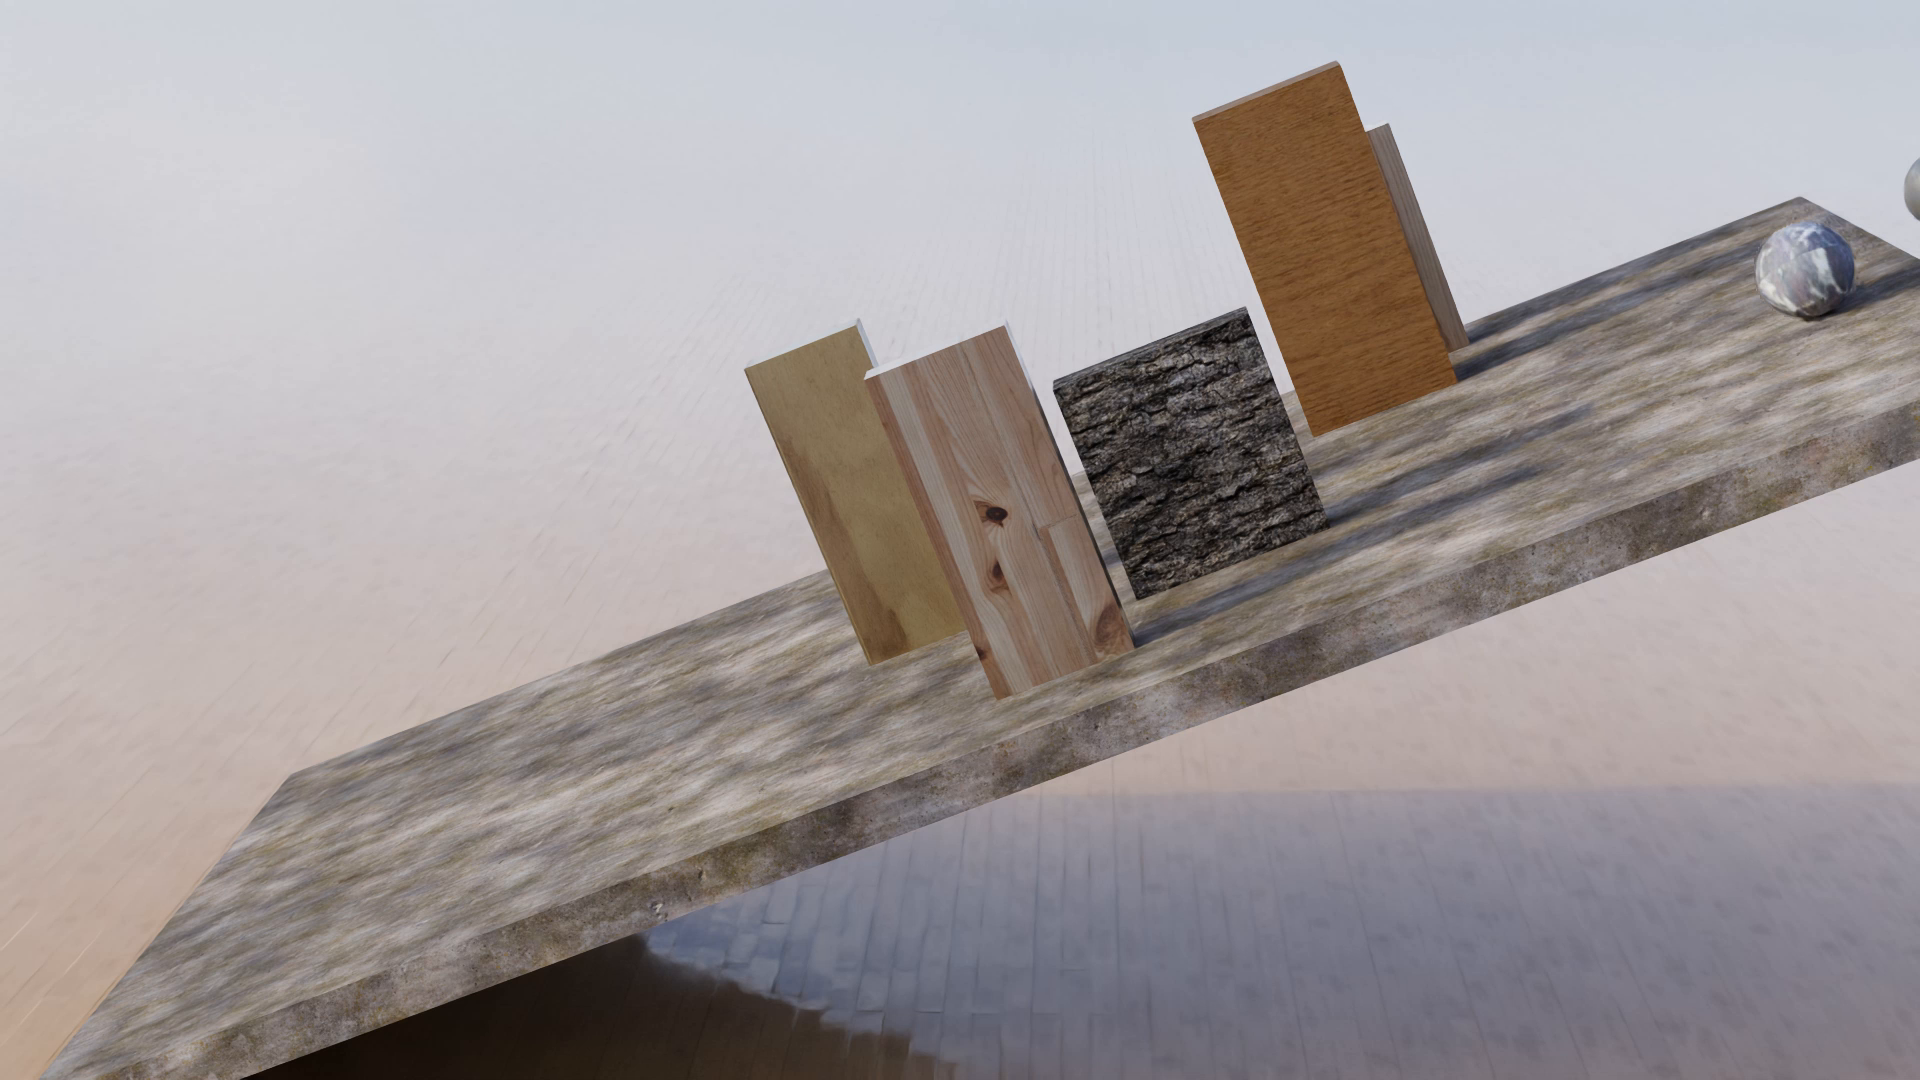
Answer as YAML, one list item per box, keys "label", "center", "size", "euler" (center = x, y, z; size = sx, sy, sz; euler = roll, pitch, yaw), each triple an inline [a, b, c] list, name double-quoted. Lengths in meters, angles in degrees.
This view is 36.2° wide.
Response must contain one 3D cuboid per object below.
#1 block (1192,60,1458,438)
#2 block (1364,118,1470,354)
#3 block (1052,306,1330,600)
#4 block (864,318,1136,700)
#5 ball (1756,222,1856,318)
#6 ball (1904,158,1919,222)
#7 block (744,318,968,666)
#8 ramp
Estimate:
- label: "block"
  center: [0.813, -0.646, 6.557]
  size: [0.343, 0.756, 0.119]
  euler: [-21, 12, 7]
- label: "block"
  center: [0.937, -0.661, 6.881]
  size: [0.331, 0.556, 0.105]
  euler: [-21, 12, 7]
- label: "block"
  center: [0.459, -0.171, 5.838]
  size: [0.409, 0.459, 0.104]
  euler: [-21, 12, 7]
- label: "block"
  center: [0.078, -0.056, 5.530]
  size: [0.280, 0.664, 0.091]
  euler: [-21, 12, 7]
- label: "ball"
  center: [1.689, -0.540, 5.876]
  size: [0.191, 0.191, 0.191]
  euler: [0, 14, 0]
- label: "ball"
  center: [1.978, -0.704, 5.893]
  size: [0.168, 0.168, 0.168]
  euler: [0, 14, 0]
- label: "block"
  center: [-0.200, -0.098, 6.165]
  size: [0.252, 0.685, 0.093]
  euler: [-21, 12, 7]
- label: "ramp"
  center: [0.124, 0.173, 6.290]
  size: [4.000, 0.100, 2.000]
  euler: [-21, 12, 7]
